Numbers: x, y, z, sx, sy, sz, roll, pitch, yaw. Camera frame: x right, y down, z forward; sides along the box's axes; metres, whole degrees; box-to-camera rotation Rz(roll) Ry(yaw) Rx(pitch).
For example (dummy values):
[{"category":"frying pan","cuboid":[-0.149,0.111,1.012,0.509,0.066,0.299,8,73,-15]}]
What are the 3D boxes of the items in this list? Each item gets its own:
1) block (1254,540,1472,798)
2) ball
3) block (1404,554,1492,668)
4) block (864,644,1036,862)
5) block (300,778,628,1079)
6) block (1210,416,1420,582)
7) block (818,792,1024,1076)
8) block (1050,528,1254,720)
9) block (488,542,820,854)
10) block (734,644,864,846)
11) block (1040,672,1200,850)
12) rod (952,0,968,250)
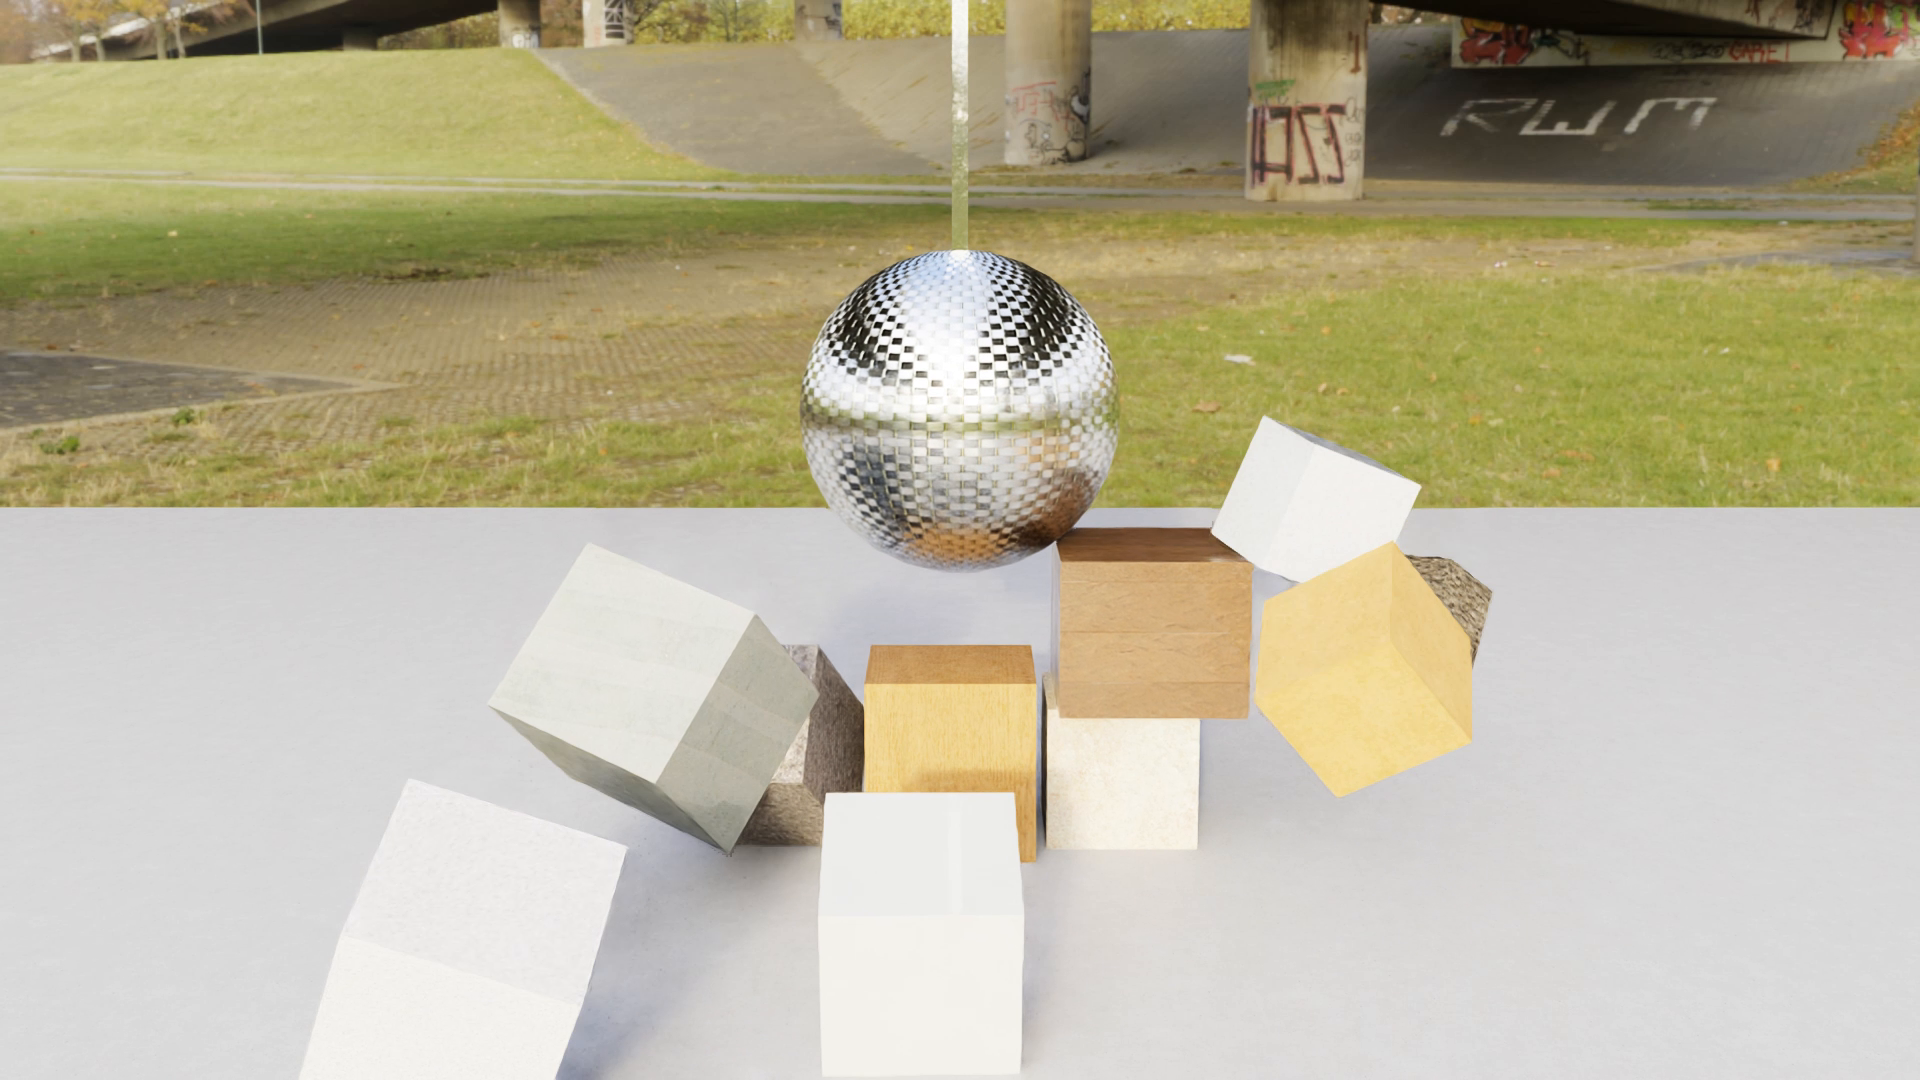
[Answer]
[{"category":"block","cuboid":[1.859,0.595,10.095,0.703,0.682,0.716,-28,27,29]},{"category":"ball","cuboid":[0.000,-0.635,10.917,1.600,1.600,1.600,0,10,0]},{"category":"block","cuboid":[2.531,0.392,11.958,0.443,0.465,0.494,5,-19,44]},{"category":"block","cuboid":[-0.046,1.068,11.159,0.836,0.905,0.840,0,10,0]},{"category":"block","cuboid":[-1.736,1.507,7.706,0.809,0.811,0.823,19,31,-8]},{"category":"block","cuboid":[1.743,-0.148,10.816,0.644,0.644,0.545,19,11,-25]},{"category":"block","cuboid":[-0.154,1.524,8.585,0.754,0.735,0.844,0,26,-1]},{"category":"block","cuboid":[0.946,0.404,11.124,0.926,0.779,0.947,0,10,0]},{"category":"block","cuboid":[-1.373,0.724,10.022,0.941,0.859,0.914,21,-19,25]},{"category":"block","cuboid":[-0.936,1.019,10.783,0.700,0.699,0.870,-3,-27,14]},{"category":"block","cuboid":[0.812,1.125,11.353,0.755,0.722,0.786,0,10,0]},{"category":"rod","cuboid":[0.000,-3.994,10.390,0.080,5.200,0.080,0,9,0]}]
